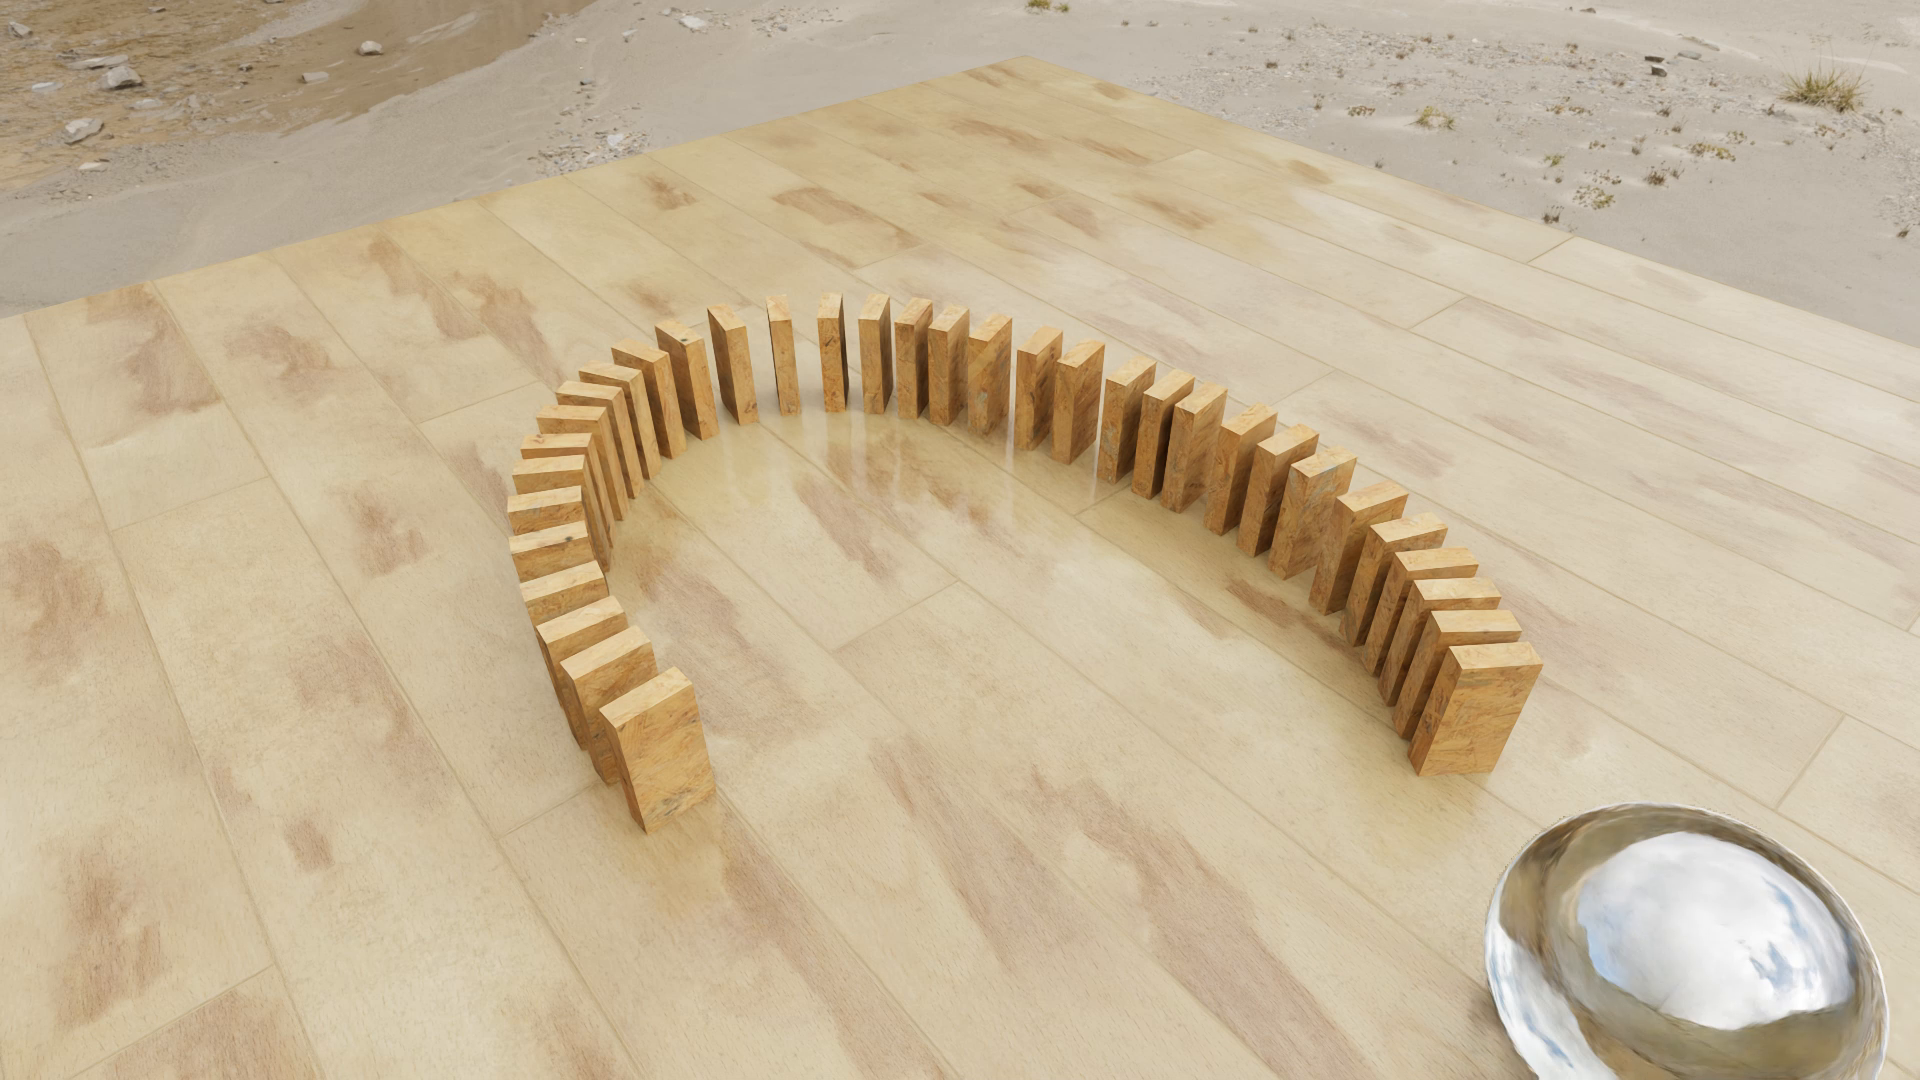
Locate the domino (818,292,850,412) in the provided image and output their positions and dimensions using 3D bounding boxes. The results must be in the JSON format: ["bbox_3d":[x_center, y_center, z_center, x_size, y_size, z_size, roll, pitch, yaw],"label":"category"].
[{"bbox_3d":[-0.060,-0.088,0.519,0.010,0.050,0.025,0,39,0],"label":"domino"}]

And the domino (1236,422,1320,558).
[{"bbox_3d":[0.125,-0.019,0.435,0.025,0.050,0.009,-25,46,-27],"label":"domino"}]

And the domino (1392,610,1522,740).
[{"bbox_3d":[0.160,0.044,0.357,0.025,0.050,0.009,-1,39,-1],"label":"domino"}]

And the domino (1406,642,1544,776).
[{"bbox_3d":[0.161,0.054,0.346,0.025,0.050,0.009,-3,39,-4],"label":"domino"}]

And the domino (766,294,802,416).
[{"bbox_3d":[-0.083,-0.087,0.517,0.009,0.050,0.025,-8,40,-10],"label":"domino"}]

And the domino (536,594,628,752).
[{"bbox_3d":[-0.118,0.044,0.358,0.025,0.050,0.009,-24,45,-27],"label":"domino"}]

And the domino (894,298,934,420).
[{"bbox_3d":[-0.021,-0.085,0.515,0.010,0.050,0.025,12,41,14],"label":"domino"}]

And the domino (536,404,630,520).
[{"bbox_3d":[-0.153,-0.031,0.449,0.025,0.050,0.010,3,39,4],"label":"domino"}]

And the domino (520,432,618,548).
[{"bbox_3d":[-0.154,-0.018,0.434,0.025,0.050,0.010,-2,39,-3],"label":"domino"}]

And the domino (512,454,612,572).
[{"bbox_3d":[-0.152,-0.009,0.422,0.025,0.050,0.009,-6,40,-7],"label":"domino"}]

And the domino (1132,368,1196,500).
[{"bbox_3d":[0.086,-0.044,0.466,0.009,0.050,0.025,28,47,30],"label":"domino"}]

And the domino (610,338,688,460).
[{"bbox_3d":[-0.137,-0.062,0.487,0.025,0.050,0.009,22,44,24],"label":"domino"}]

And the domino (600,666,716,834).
[{"bbox_3d":[-0.091,0.064,0.333,0.025,0.050,0.009,-31,48,-32],"label":"domino"}]

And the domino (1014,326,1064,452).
[{"bbox_3d":[0.035,-0.068,0.494,0.009,0.050,0.025,21,44,23],"label":"domino"}]

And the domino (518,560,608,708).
[{"bbox_3d":[-0.129,0.032,0.372,0.025,0.050,0.010,-19,43,-22],"label":"domino"}]

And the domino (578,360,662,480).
[{"bbox_3d":[-0.146,-0.051,0.474,0.025,0.050,0.010,14,41,16],"label":"domino"}]

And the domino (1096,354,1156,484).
[{"bbox_3d":[0.072,-0.052,0.475,0.010,0.050,0.025,27,46,29],"label":"domino"}]

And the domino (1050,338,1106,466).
[{"bbox_3d":[0.052,-0.061,0.486,0.009,0.050,0.025,24,45,26],"label":"domino"}]

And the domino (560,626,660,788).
[{"bbox_3d":[-0.107,0.053,0.347,0.025,0.050,0.009,-28,47,-30],"label":"domino"}]

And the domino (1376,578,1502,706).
[{"bbox_3d":[0.160,0.035,0.369,0.025,0.050,0.009,-2,39,-3],"label":"domino"}]

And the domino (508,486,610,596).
[{"bbox_3d":[-0.147,0.005,0.406,0.025,0.050,0.010,-10,40,-12],"label":"domino"}]

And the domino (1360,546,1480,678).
[{"bbox_3d":[0.158,0.025,0.380,0.025,0.050,0.009,-5,40,-6],"label":"domino"}]

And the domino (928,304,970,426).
[{"bbox_3d":[-0.005,-0.081,0.510,0.009,0.050,0.025,15,42,18],"label":"domino"}]

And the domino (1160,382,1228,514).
[{"bbox_3d":[0.097,-0.038,0.458,0.010,0.050,0.025,29,48,31],"label":"domino"}]

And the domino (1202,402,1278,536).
[{"bbox_3d":[0.113,-0.028,0.446,0.025,0.050,0.010,-31,48,-32],"label":"domino"}]

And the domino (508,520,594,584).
[{"bbox_3d":[-0.140,0.018,0.389,0.025,0.050,0.009,-15,42,-17],"label":"domino"}]

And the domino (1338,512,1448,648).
[{"bbox_3d":[0.154,0.015,0.393,0.025,0.050,0.009,-12,41,-14],"label":"domino"}]

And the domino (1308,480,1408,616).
[{"bbox_3d":[0.147,0.003,0.407,0.025,0.050,0.009,-17,42,-19],"label":"domino"}]

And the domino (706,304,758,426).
[{"bbox_3d":[-0.105,-0.081,0.511,0.009,0.050,0.025,-19,43,-22],"label":"domino"}]

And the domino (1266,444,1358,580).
[{"bbox_3d":[0.135,-0.010,0.424,0.025,0.050,0.009,-22,44,-24],"label":"domino"}]

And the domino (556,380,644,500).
[{"bbox_3d":[-0.151,-0.042,0.462,0.025,0.050,0.010,8,40,10],"label":"domino"}]

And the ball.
[{"bbox_3d":[0.169,0.103,0.262,0.080,0.080,0.080,0,39,0],"label":"ball"}]

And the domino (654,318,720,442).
[{"bbox_3d":[-0.124,-0.073,0.500,0.010,0.050,0.025,-31,49,-32],"label":"domino"}]

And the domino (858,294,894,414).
[{"bbox_3d":[-0.039,-0.087,0.518,0.009,0.050,0.025,5,40,7],"label":"domino"}]

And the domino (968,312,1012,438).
[{"bbox_3d":[0.014,-0.075,0.503,0.009,0.050,0.025,18,43,21],"label":"domino"}]
